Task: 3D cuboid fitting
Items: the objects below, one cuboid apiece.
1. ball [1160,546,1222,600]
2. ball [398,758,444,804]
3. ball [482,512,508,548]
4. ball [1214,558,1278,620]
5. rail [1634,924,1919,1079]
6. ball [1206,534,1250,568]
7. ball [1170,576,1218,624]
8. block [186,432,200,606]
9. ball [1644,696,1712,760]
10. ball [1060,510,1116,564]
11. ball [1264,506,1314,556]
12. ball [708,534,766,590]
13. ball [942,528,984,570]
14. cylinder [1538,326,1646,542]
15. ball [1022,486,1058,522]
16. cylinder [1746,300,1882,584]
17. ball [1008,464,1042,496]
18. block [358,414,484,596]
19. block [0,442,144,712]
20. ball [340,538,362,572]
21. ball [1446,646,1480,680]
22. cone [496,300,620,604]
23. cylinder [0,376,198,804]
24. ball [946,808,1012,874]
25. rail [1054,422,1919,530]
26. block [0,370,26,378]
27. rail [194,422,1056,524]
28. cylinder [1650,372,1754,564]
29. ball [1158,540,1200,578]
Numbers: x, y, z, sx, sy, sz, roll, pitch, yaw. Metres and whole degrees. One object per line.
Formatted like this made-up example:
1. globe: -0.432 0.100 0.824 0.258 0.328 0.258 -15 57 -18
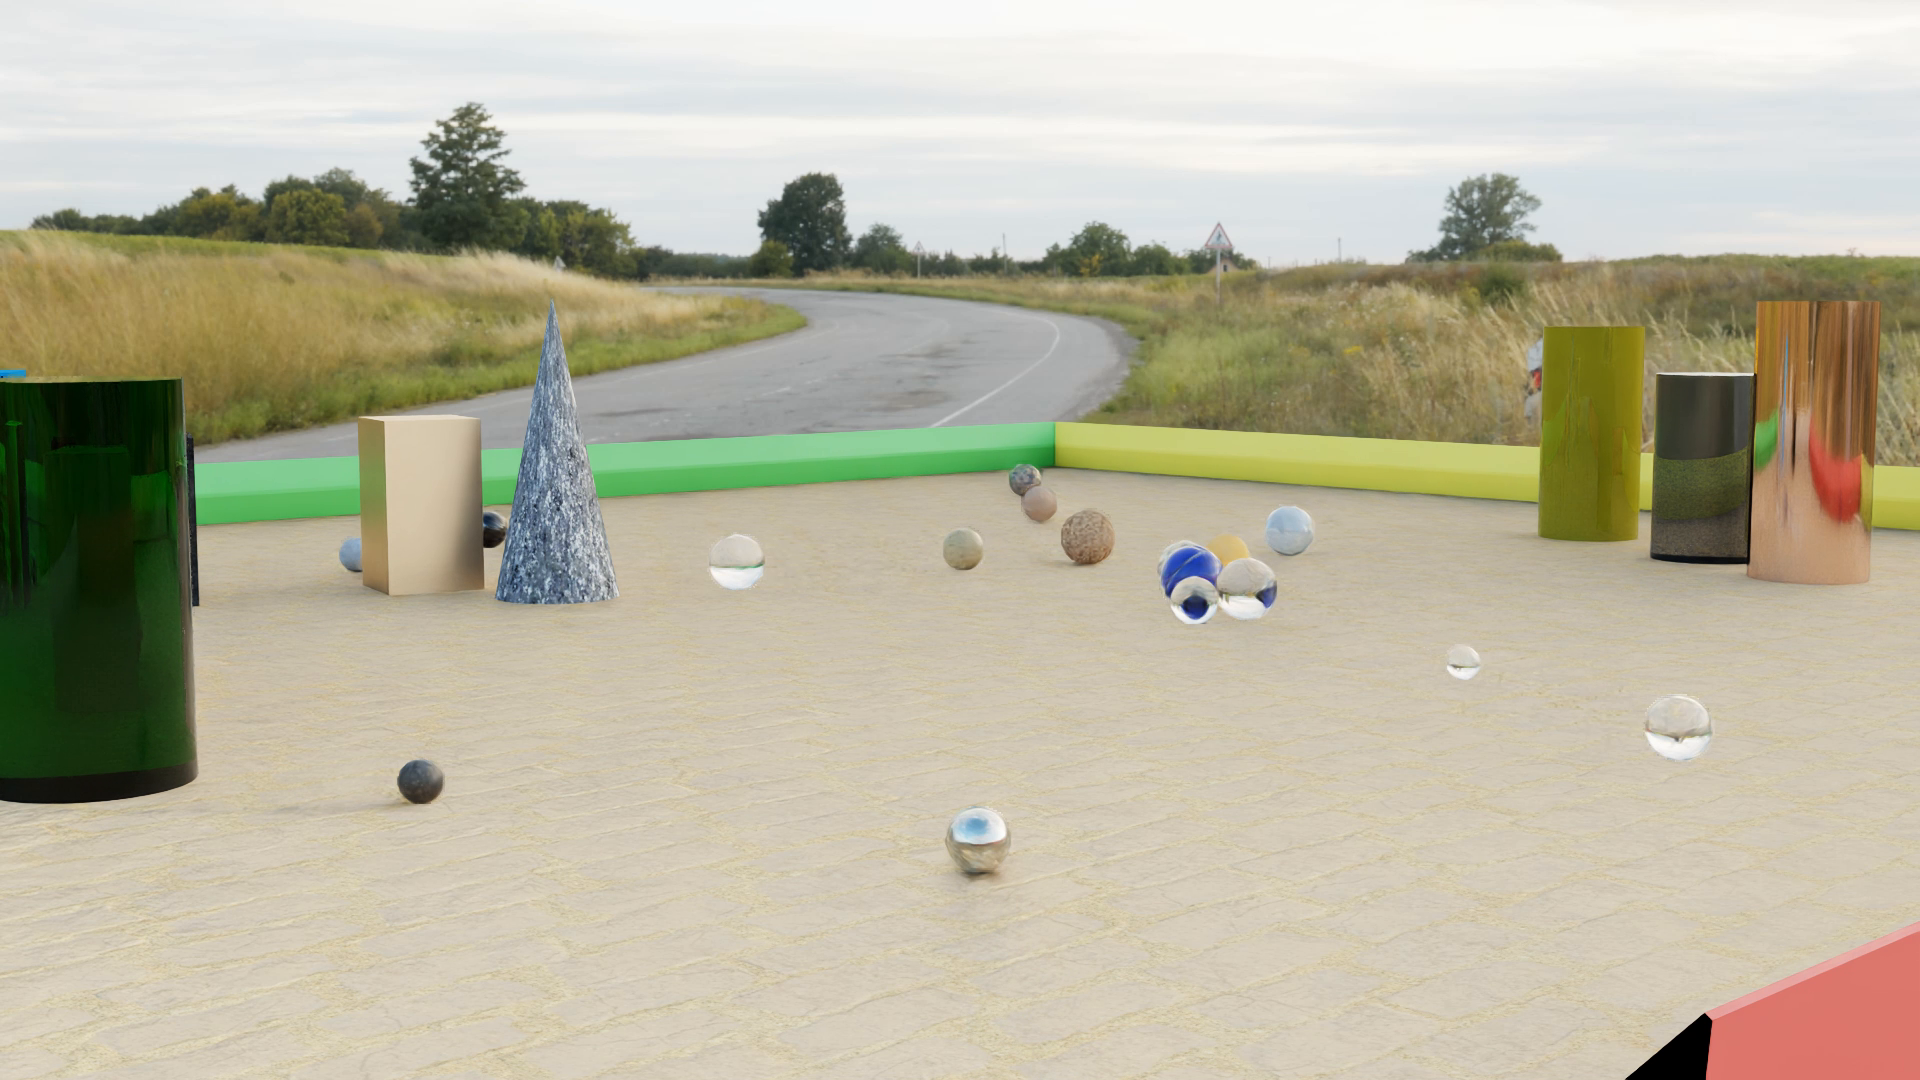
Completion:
1. ball: 0.345 0.055 3.260 0.095 0.095 0.095 0 6 0
2. ball: -0.486 0.217 1.982 0.041 0.041 0.041 0 6 0
3. ball: -0.876 -0.019 4.088 0.069 0.069 0.069 0 6 0
4. ball: 0.407 0.070 3.123 0.089 0.089 0.089 0 6 0
5. rail: 1.307 0.181 1.924 4.332 0.124 0.045 -6 8 -42
6. ball: 0.439 0.027 3.621 0.075 0.075 0.075 0 6 0
7. ball: 0.331 0.086 3.103 0.068 0.068 0.068 0 6 0
8. block: -1.238 -0.031 3.325 0.153 0.252 0.153 -2 6 -21
9. ball: 0.709 0.186 2.170 0.064 0.064 0.064 0 6 0
10. ball: 0.223 -0.004 3.825 0.095 0.095 0.095 0 6 0
11. ball: 0.594 -0.017 3.965 0.090 0.090 0.090 0 6 0
12. ball: -0.353 0.036 3.478 0.088 0.088 0.088 0 6 0
13. ball: 0.005 0.016 3.742 0.072 0.072 0.072 0 6 0
14. cylinder: 1.228 -0.210 4.282 0.191 0.409 0.191 0 6 0
15. ball: 0.168 -0.076 4.605 0.075 0.075 0.075 0 6 0
16. cylinder: 1.404 -0.164 3.620 0.191 0.456 0.191 0 6 0
17. ball: 0.154 -0.143 5.220 0.078 0.078 0.078 0 6 0
18. block: -0.860 -0.059 3.508 0.153 0.271 0.153 -4 7 -30
19. block: -1.042 0.037 2.523 0.153 0.286 0.153 -4 7 -35
20. ball: -1.021 0.025 3.723 0.059 0.059 0.059 0 6 0
21. ball: 0.605 0.148 2.641 0.041 0.041 0.041 0 6 0
22. cone: -0.624 -0.143 3.388 0.191 0.463 0.191 0 6 0
23. cylinder: -0.820 0.039 2.056 0.191 0.379 0.191 0 6 0
24. ball: 0.015 0.238 1.736 0.052 0.052 0.052 0 6 0
25. rail: 1.574 -0.120 4.777 0.045 0.124 3.902 -6 8 -42
26. block: -1.359 -0.050 2.997 0.153 0.359 0.153 -2 6 -15
27. rail: -1.307 -0.116 4.741 4.332 0.124 0.045 -6 8 -42
28. cylinder: 1.331 -0.130 3.908 0.191 0.329 0.191 0 6 0
29. ball: 0.350 0.044 3.418 0.085 0.085 0.085 0 6 0
